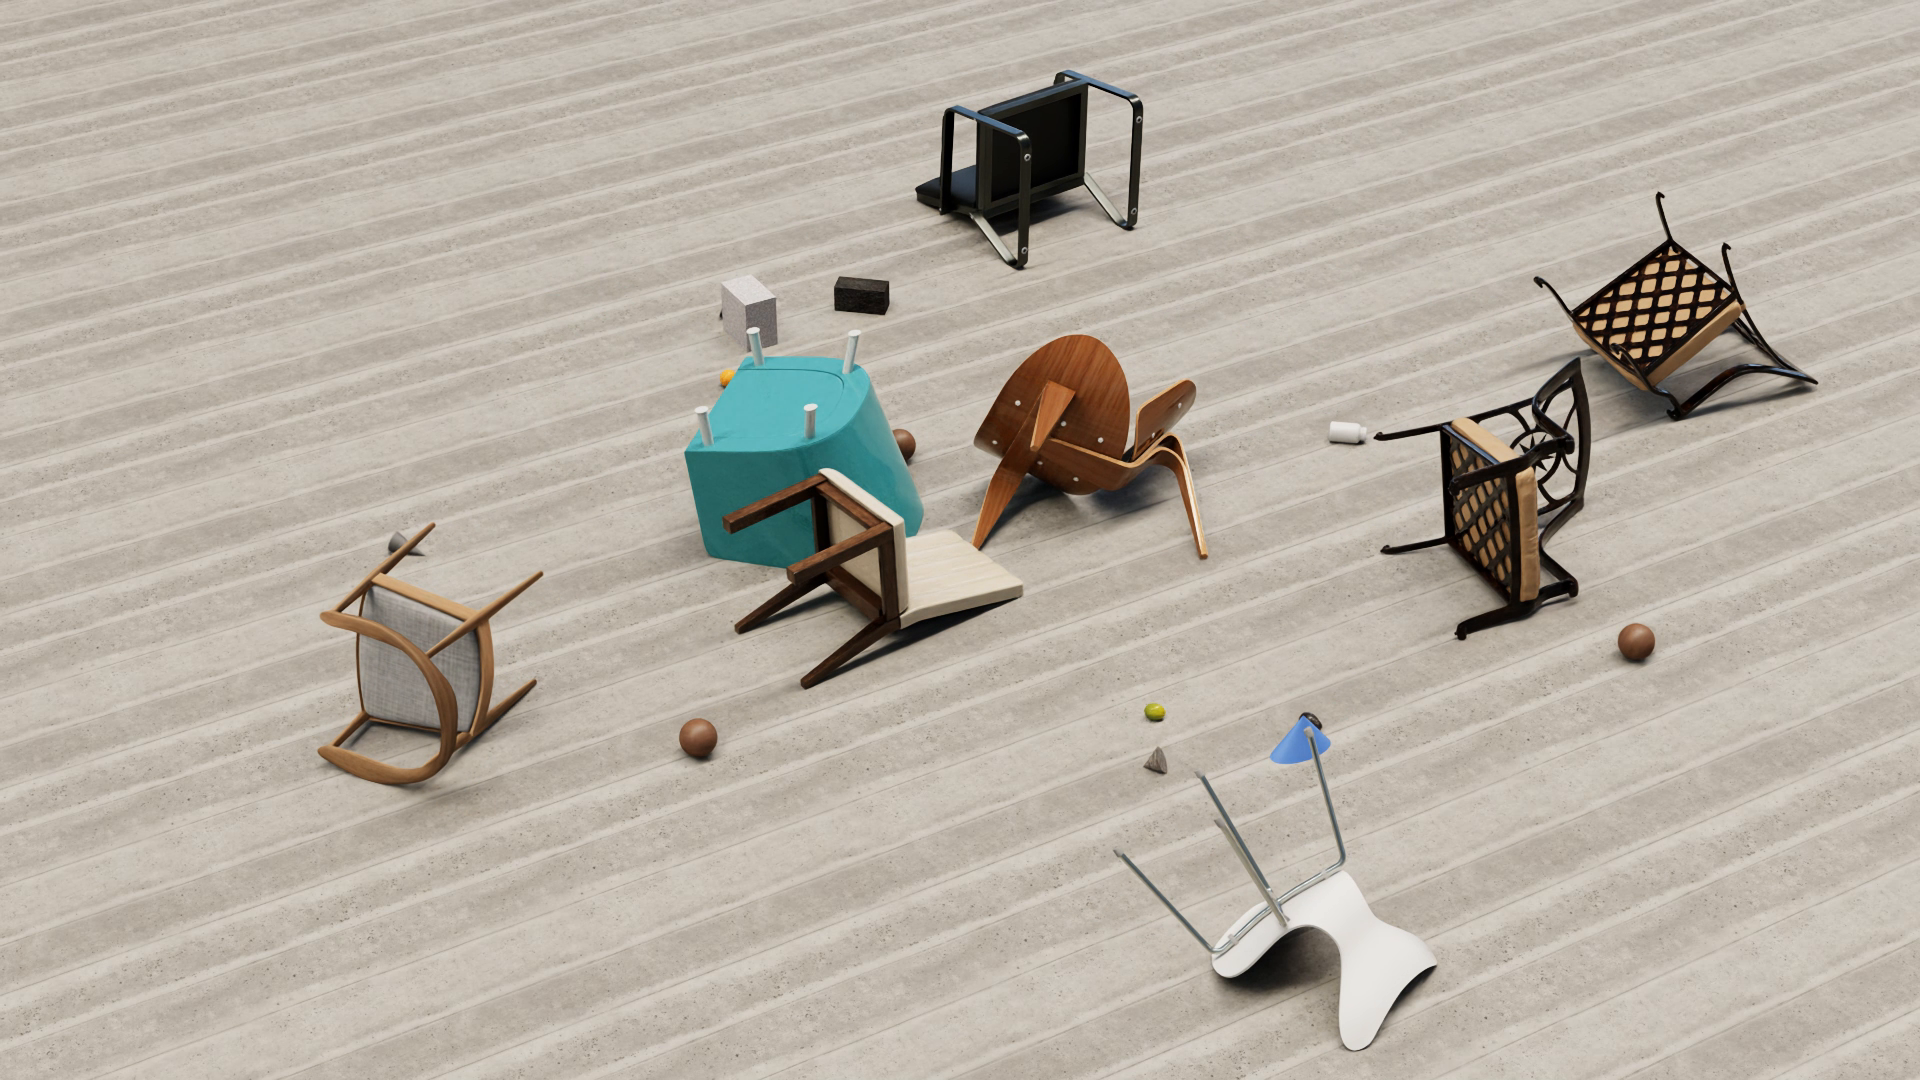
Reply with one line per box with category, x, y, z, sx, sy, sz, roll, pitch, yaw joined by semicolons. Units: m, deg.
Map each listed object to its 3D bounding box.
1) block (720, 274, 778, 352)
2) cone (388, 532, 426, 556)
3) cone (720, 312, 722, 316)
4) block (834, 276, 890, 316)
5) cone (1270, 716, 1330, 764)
block;-0.875;-0.941;12.169;0.141;0.223;0.226;-18;37;-25
cone;-2.037;0.033;10.862;0.140;0.075;0.082;24;36;8
cone;-0.957;-0.960;12.375;0.097;0.061;0.087;19;32;-2
block;-0.415;-1.034;12.411;0.218;0.113;0.100;6;34;9
cone;1.147;0.646;9.832;0.237;0.145;0.119;-18;37;-25
